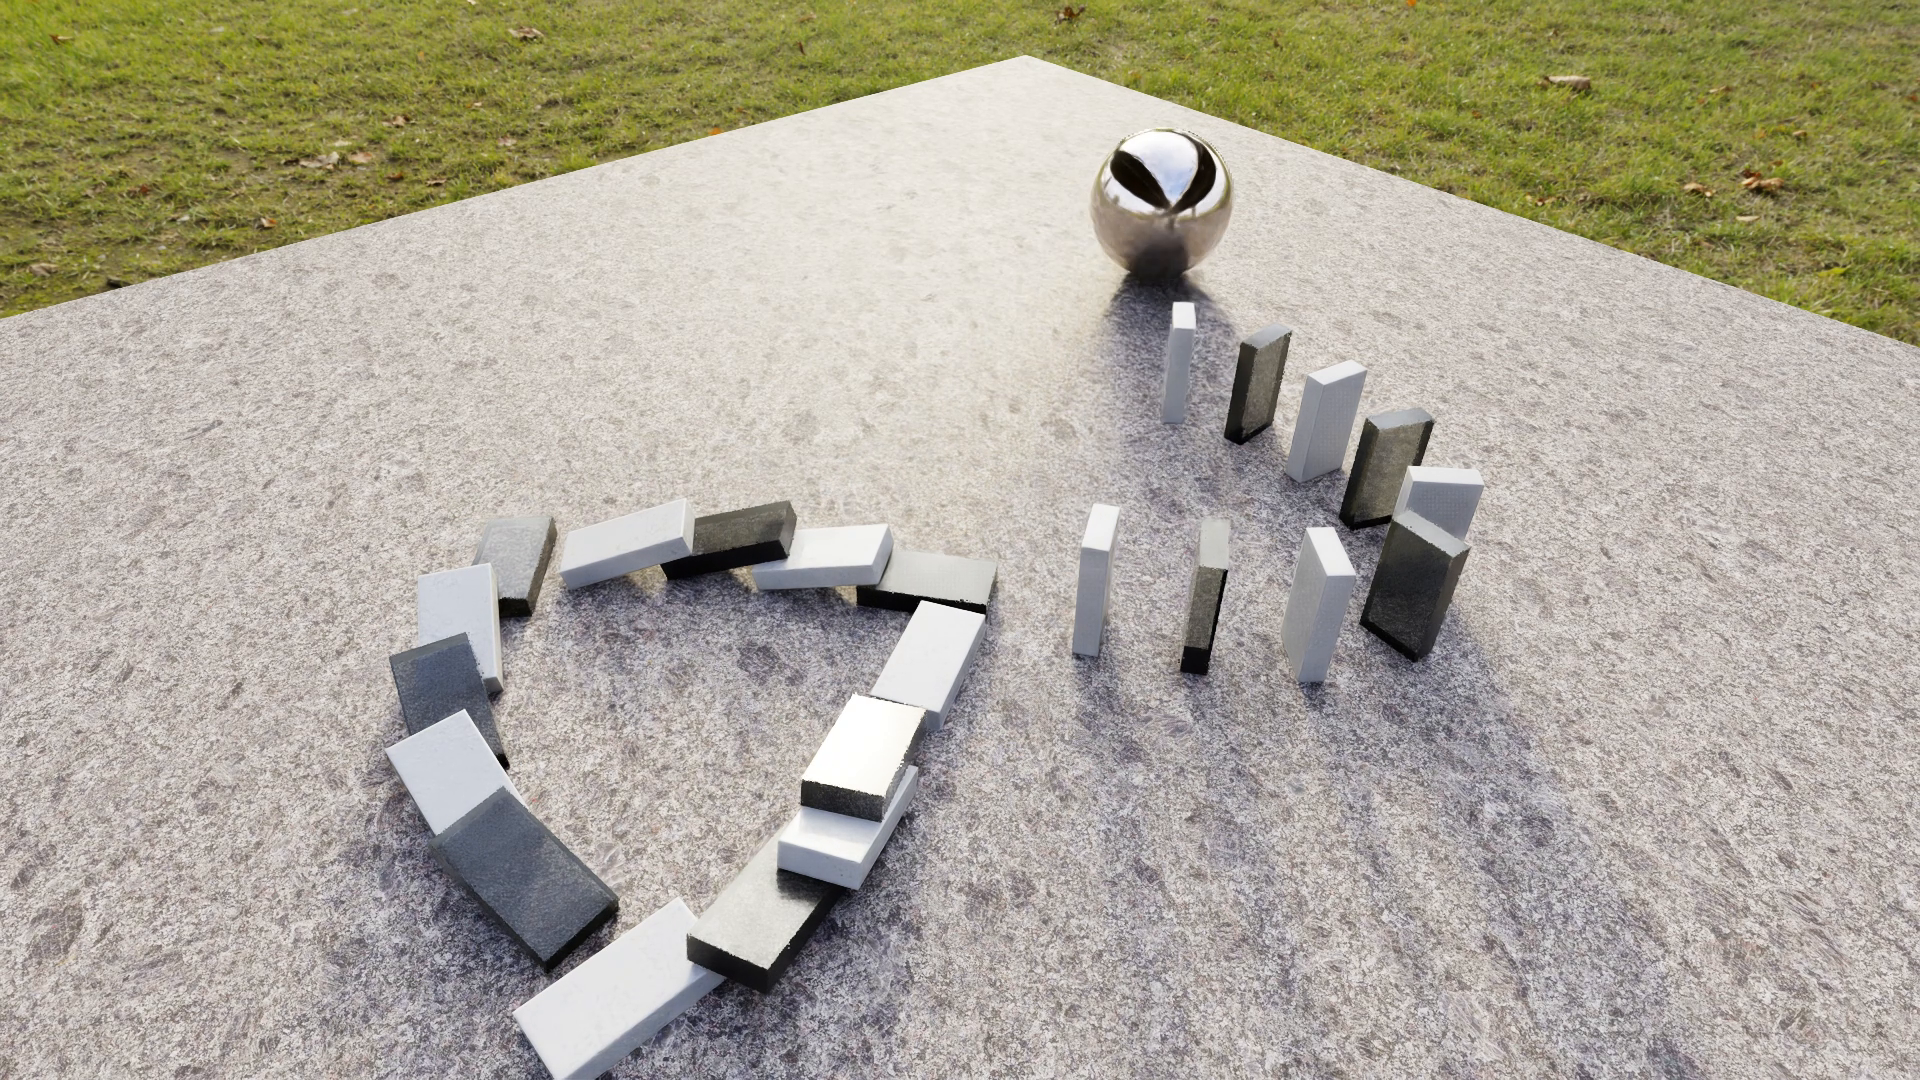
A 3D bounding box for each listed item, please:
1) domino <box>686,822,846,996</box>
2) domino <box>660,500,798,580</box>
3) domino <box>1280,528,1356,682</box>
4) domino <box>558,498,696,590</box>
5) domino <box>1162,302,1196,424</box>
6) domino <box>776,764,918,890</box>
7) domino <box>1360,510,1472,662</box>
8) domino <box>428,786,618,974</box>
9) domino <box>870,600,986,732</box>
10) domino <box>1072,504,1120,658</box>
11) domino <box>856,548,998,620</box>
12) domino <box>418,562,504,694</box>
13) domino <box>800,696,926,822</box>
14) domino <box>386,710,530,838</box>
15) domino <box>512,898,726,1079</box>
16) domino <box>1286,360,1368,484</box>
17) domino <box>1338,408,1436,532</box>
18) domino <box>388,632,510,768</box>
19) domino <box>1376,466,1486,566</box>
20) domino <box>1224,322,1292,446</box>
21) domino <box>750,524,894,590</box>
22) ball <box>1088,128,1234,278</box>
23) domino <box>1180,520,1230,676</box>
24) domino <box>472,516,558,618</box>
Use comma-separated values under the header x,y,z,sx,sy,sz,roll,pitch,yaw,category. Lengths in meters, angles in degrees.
x,y,z,sx,sy,sz,roll,pitch,yaw,category
-0.051,0.102,0.310,0.025,0.009,0.050,16,28,18,domino
-0.091,0.000,0.434,0.050,0.009,0.025,-10,38,11,domino
0.124,0.023,0.383,0.009,0.050,0.025,-1,39,-2,domino
-0.130,0.001,0.432,0.050,0.010,0.025,-16,40,4,domino
0.101,-0.082,0.511,0.010,0.050,0.025,5,40,7,domino
-0.033,0.083,0.331,0.025,0.009,0.050,11,23,14,domino
0.161,0.017,0.391,0.009,0.050,0.025,-24,45,-26,domino
-0.125,0.097,0.316,0.050,0.009,0.025,36,50,17,domino
-0.011,0.044,0.390,0.025,0.010,0.050,12,41,15,domino
0.049,0.015,0.393,0.009,0.050,0.025,10,40,12,domino
-0.012,0.017,0.423,0.050,0.010,0.025,7,40,9,domino
-0.179,0.033,0.394,0.025,0.010,0.050,-11,54,-13,domino
-0.029,0.067,0.344,0.025,0.010,0.050,10,23,10,domino
-0.152,0.079,0.338,0.025,0.010,0.050,-29,63,-31,domino
-0.090,0.122,0.295,0.050,0.009,0.025,-31,48,-32,domino
0.157,-0.051,0.473,0.025,0.050,0.010,-20,43,-23,domino
0.172,-0.028,0.446,0.025,0.050,0.010,-11,41,-13,domino
-0.169,0.057,0.364,0.025,0.010,0.050,-19,58,-22,domino
0.177,-0.004,0.417,0.025,0.050,0.010,4,39,4,domino
0.134,-0.070,0.497,0.025,0.050,0.009,-31,48,-32,domino
-0.053,0.007,0.426,0.050,0.009,0.025,-3,37,17,domino
0.112,-0.189,0.618,0.080,0.080,0.080,0,39,0,ball
0.086,0.021,0.386,0.009,0.050,0.025,8,40,9,domino
-0.176,0.010,0.431,0.025,0.010,0.050,-3,39,-4,domino
